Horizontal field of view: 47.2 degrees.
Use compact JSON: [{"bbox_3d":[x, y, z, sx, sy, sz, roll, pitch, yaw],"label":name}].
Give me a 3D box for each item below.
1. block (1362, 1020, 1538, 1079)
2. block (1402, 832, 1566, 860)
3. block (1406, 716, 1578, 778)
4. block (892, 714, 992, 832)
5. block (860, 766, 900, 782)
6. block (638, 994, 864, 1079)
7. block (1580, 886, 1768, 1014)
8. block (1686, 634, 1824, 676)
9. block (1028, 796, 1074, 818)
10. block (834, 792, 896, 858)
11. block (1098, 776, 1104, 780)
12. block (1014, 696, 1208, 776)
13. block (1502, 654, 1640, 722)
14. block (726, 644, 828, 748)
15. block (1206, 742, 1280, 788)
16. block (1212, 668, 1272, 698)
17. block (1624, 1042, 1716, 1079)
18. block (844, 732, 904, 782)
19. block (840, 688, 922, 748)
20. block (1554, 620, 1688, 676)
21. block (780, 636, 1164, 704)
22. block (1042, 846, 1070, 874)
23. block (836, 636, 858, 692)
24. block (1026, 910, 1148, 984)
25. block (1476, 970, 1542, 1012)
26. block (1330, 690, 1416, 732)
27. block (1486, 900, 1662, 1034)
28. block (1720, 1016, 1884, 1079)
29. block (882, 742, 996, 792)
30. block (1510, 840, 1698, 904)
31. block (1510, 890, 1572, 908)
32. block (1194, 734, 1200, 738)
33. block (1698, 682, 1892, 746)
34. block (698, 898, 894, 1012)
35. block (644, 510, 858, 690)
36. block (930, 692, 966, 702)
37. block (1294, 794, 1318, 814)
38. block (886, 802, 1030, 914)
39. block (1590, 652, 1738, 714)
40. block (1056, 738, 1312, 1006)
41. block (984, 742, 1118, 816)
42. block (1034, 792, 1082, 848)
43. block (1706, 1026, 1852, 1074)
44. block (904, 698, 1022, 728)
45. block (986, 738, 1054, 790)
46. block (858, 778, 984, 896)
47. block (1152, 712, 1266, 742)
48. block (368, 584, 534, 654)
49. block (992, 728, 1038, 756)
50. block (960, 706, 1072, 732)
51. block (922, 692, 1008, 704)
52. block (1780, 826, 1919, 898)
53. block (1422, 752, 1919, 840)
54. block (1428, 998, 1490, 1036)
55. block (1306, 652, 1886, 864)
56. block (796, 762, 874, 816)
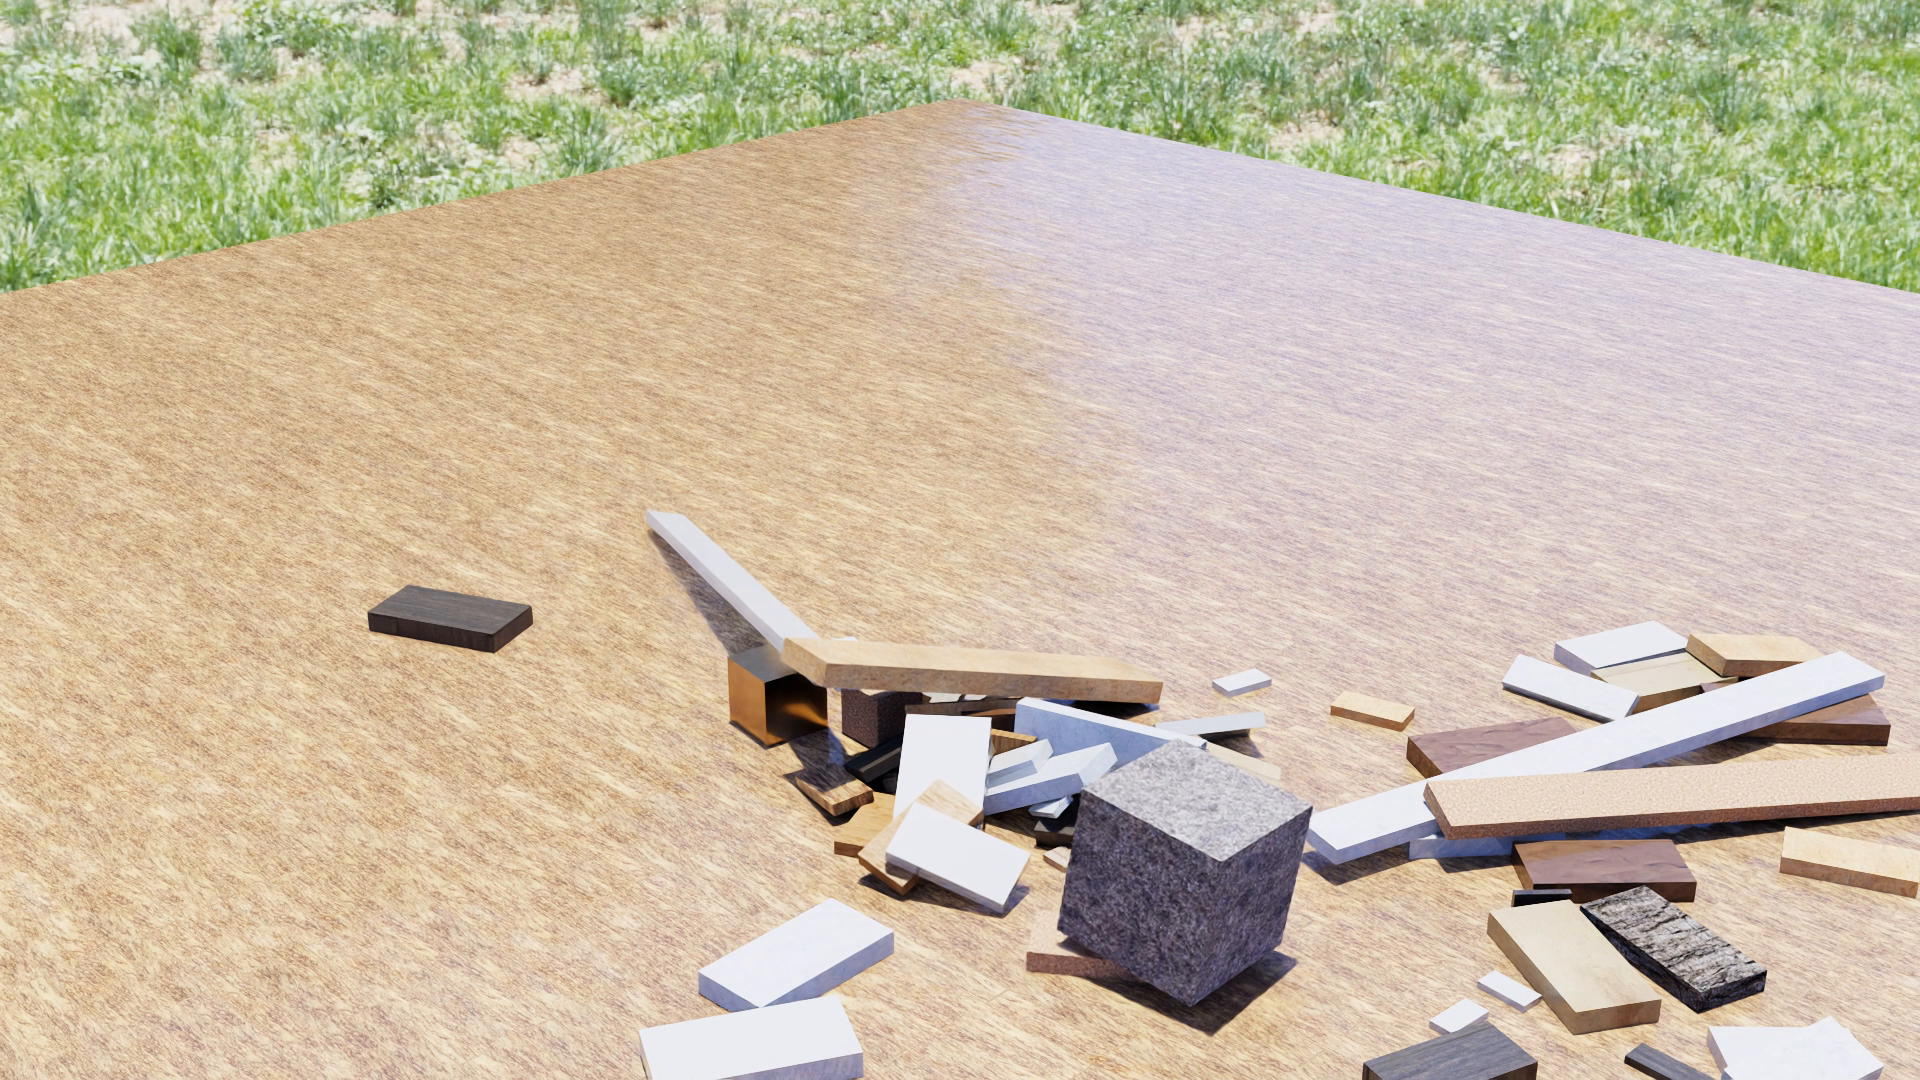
[{"bbox_3d":[0.811,0.879,3.641,0.259,0.037,0.130,-11,25,-25],"label":"block"},{"bbox_3d":[1.024,0.567,4.367,0.310,0.044,0.155,-2,23,-5],"label":"block"},{"bbox_3d":[1.144,0.455,4.624,0.358,0.051,0.179,-6,24,-14],"label":"block"},{"bbox_3d":[-0.036,0.497,4.361,0.172,0.049,0.345,2,46,5],"label":"block"},{"bbox_3d":[-0.130,0.456,4.565,0.181,0.026,0.090,-14,17,21],"label":"block"},{"bbox_3d":[-0.350,0.858,3.677,0.345,0.049,0.172,-7,24,-16],"label":"block"},{"bbox_3d":[1.283,0.735,3.972,0.155,0.044,0.310,-11,25,-24],"label":"block"},{"bbox_3d":[1.827,0.265,5.024,0.290,0.041,0.145,2,20,-18],"label":"block"},{"bbox_3d":[0.179,0.524,4.342,0.052,0.015,0.104,-45,15,-21],"label":"block"},{"bbox_3d":[-0.164,0.570,4.379,0.103,0.029,0.206,8,24,18],"label":"block"},{"bbox_3d":[0.269,0.521,4.448,0.187,0.027,0.094,12,53,26],"label":"block"},{"bbox_3d":[0.300,0.447,4.493,0.405,0.163,0.046,12,18,26],"label":"block"},{"bbox_3d":[1.357,0.334,4.892,0.291,0.023,0.082,20,62,38],"label":"block"},{"bbox_3d":[-0.396,0.331,4.781,0.156,0.156,0.156,-16,28,-33],"label":"block"},{"bbox_3d":[0.561,0.475,4.512,0.187,0.027,0.094,20,37,1],"label":"block"},{"bbox_3d":[0.638,0.324,4.975,0.122,0.017,0.061,-13,26,-28],"label":"block"},{"bbox_3d":[1.199,0.891,3.640,0.054,0.015,0.191,-20,30,-38],"label":"block"},{"bbox_3d":[-0.142,0.440,4.537,0.181,0.026,0.090,-27,17,-24],"label":"block"},{"bbox_3d":[-0.169,0.361,4.751,0.125,0.125,0.125,-19,30,-38],"label":"block"},{"bbox_3d":[1.541,0.259,5.098,0.290,0.041,0.145,-10,25,-23],"label":"block"},{"bbox_3d":[0.041,0.280,4.690,0.872,0.051,0.179,6,12,-35],"label":"block"},{"bbox_3d":[0.215,0.627,4.263,0.052,0.015,0.104,-18,29,-36],"label":"block"},{"bbox_3d":[-0.263,0.284,5.054,0.103,0.029,0.206,-8,24,-18],"label":"block"},{"bbox_3d":[0.271,0.736,3.973,0.283,0.040,0.142,4,23,10],"label":"block"},{"bbox_3d":[0.966,0.794,3.870,0.050,0.014,0.101,-18,29,-36],"label":"block"},{"bbox_3d":[0.909,0.377,4.844,0.165,0.023,0.082,13,26,28],"label":"block"},{"bbox_3d":[1.089,0.756,3.919,0.163,0.046,0.326,-6,24,-13],"label":"block"},{"bbox_3d":[1.375,0.872,3.592,0.236,0.033,0.118,-18,41,-22],"label":"block"},{"bbox_3d":[-0.044,0.465,4.533,0.214,0.030,0.107,-13,17,24],"label":"block"},{"bbox_3d":[1.230,0.634,4.211,0.310,0.044,0.155,0,23,-1],"label":"block"},{"bbox_3d":[1.082,0.678,4.094,0.107,0.054,0.015,-1,23,-2],"label":"block"},{"bbox_3d":[0.451,0.451,4.550,0.165,0.023,0.082,-10,35,-33],"label":"block"},{"bbox_3d":[1.817,0.380,4.801,0.358,0.051,0.179,1,23,3],"label":"block"},{"bbox_3d":[-0.290,0.753,3.928,0.163,0.046,0.326,20,30,39],"label":"block"},{"bbox_3d":[-0.516,0.116,5.170,0.103,0.029,1.460,8,11,-24],"label":"block"},{"bbox_3d":[-0.037,0.363,4.817,0.061,0.017,0.122,9,48,30],"label":"block"},{"bbox_3d":[0.688,0.550,4.444,0.054,0.015,0.107,-10,25,-22],"label":"block"},{"bbox_3d":[-0.004,0.600,4.163,0.246,0.035,0.123,23,54,14],"label":"block"},{"bbox_3d":[1.585,0.320,4.954,0.290,0.041,0.145,-9,24,-19],"label":"block"},{"bbox_3d":[0.397,0.582,3.900,0.294,0.294,0.294,25,29,33],"label":"block"},{"bbox_3d":[0.163,0.483,4.407,0.284,0.040,0.142,-19,10,35],"label":"block"},{"bbox_3d":[0.304,0.558,4.328,0.283,0.040,0.142,5,36,23],"label":"block"},{"bbox_3d":[1.387,0.864,3.681,0.236,0.033,0.118,0,23,1],"label":"block"},{"bbox_3d":[0.020,0.400,4.662,0.274,0.118,0.033,-3,1,-7],"label":"block"},{"bbox_3d":[0.076,0.470,4.485,0.214,0.030,0.107,-21,10,25],"label":"block"},{"bbox_3d":[-0.075,0.570,4.233,0.116,0.033,0.231,32,57,28],"label":"block"},{"bbox_3d":[0.517,0.405,4.682,0.241,0.033,0.116,-5,-15,-12],"label":"block"},{"bbox_3d":[-1.218,0.187,5.259,0.347,0.049,0.172,8,24,19],"label":"block"},{"bbox_3d":[0.051,0.446,4.569,0.214,0.107,0.030,9,17,19],"label":"block"},{"bbox_3d":[0.121,0.416,4.626,0.236,0.118,0.033,-2,14,-6],"label":"block"},{"bbox_3d":[0.035,0.336,4.928,0.116,0.033,0.231,18,29,37],"label":"block"},{"bbox_3d":[1.719,0.622,4.251,0.246,0.035,0.123,9,25,21],"label":"block"},{"bbox_3d":[1.467,0.509,4.396,1.109,0.037,0.130,-2,36,-13],"label":"block"},{"bbox_3d":[0.861,0.826,3.795,0.101,0.014,0.050,-19,29,-37],"label":"block"},{"bbox_3d":[1.347,0.434,4.563,1.506,0.035,0.123,-12,28,-26],"label":"block"},{"bbox_3d":[-0.257,0.507,4.491,0.090,0.026,0.181,-19,21,-24],"label":"block"}]
